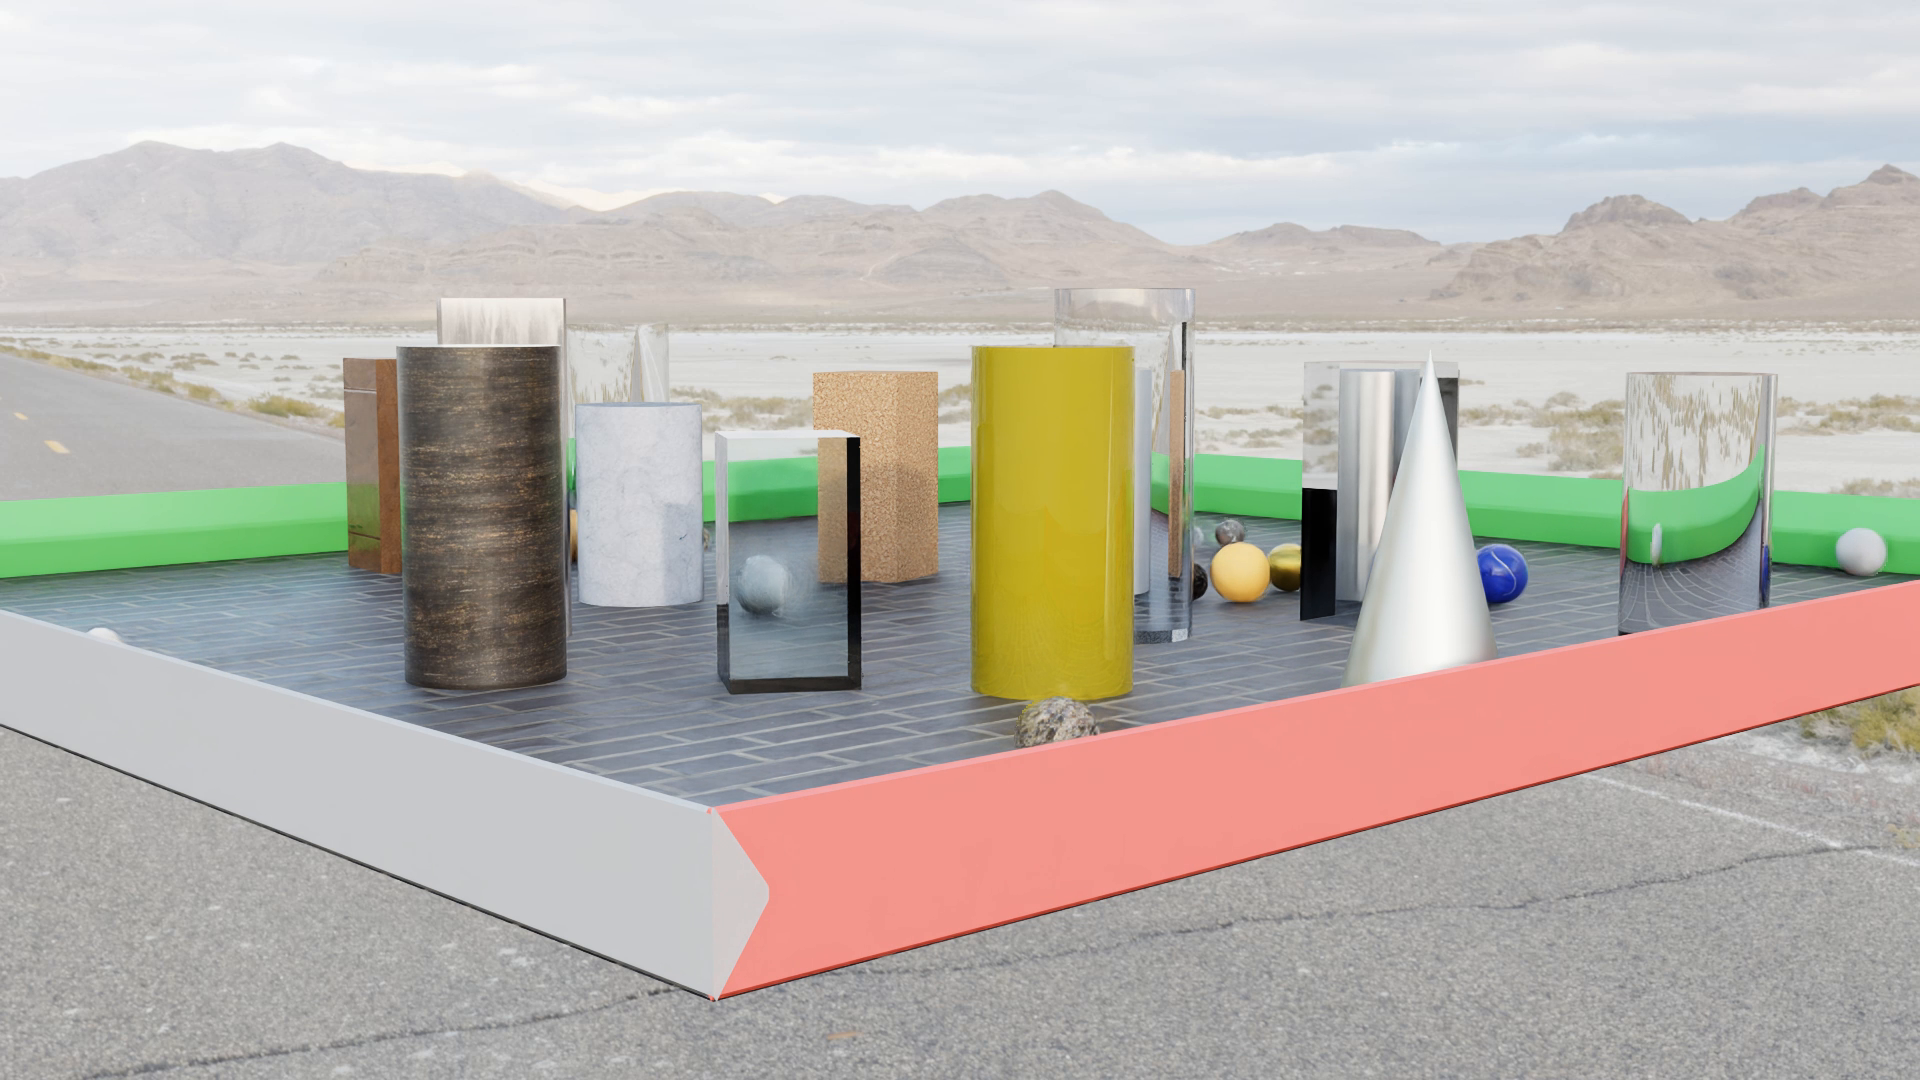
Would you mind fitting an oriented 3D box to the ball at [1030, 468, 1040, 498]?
[{"bbox_3d":[0.205,-0.130,5.084,0.083,0.083,0.083,0,6,0],"label":"ball"}]

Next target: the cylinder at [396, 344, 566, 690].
[{"bbox_3d":[-0.575,-0.033,2.649,0.192,0.400,0.192,0,6,0],"label":"cylinder"}]

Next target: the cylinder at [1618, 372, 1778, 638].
[{"bbox_3d":[0.983,-0.042,2.936,0.192,0.359,0.192,0,6,0],"label":"cylinder"}]

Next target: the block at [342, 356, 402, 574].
[{"bbox_3d":[-0.957,-0.133,3.793,0.154,0.360,0.154,-4,7,-35],"label":"block"}]

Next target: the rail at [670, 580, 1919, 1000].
[{"bbox_3d":[0.874,0.132,2.390,2.854,0.125,0.045,-6,8,-42],"label":"rail"}]

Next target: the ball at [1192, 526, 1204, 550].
[{"bbox_3d":[0.428,-0.004,4.068,0.045,0.045,0.045,0,6,0],"label":"ball"}]

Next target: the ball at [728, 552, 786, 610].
[{"bbox_3d":[-0.302,0.061,3.267,0.084,0.084,0.084,0,6,0],"label":"ball"}]

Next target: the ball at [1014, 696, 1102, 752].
[{"bbox_3d":[0.092,0.188,2.071,0.081,0.081,0.081,0,6,0],"label":"ball"}]

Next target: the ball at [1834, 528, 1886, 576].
[{"bbox_3d":[1.506,0.020,3.677,0.080,0.080,0.080,0,6,0],"label":"ball"}]

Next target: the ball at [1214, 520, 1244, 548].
[{"bbox_3d":[0.500,-0.010,4.074,0.056,0.056,0.056,0,6,0],"label":"ball"}]

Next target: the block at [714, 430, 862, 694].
[{"bbox_3d":[-0.206,0.022,2.620,0.154,0.297,0.154,-1,6,-12],"label":"block"}]

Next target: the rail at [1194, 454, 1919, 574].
[{"bbox_3d":[1.031,-0.067,4.279,0.045,0.125,2.625,-6,8,-42],"label":"rail"}]

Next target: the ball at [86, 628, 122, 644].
[{"bbox_3d":[-1.064,0.134,2.722,0.052,0.052,0.052,0,6,0],"label":"ball"}]

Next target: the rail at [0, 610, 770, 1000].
[{"bbox_3d":[-1.031,0.132,2.386,0.045,0.125,2.625,-6,8,-42],"label":"rail"}]

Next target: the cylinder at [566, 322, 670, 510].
[{"bbox_3d":[-0.634,-0.192,4.081,0.192,0.417,0.192,0,6,0],"label":"cylinder"}]

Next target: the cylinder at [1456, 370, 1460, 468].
[{"bbox_3d":[0.690,-0.095,3.483,0.192,0.349,0.192,0,6,0],"label":"cylinder"}]

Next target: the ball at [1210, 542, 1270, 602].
[{"bbox_3d":[0.425,0.049,3.339,0.092,0.092,0.092,0,6,0],"label":"ball"}]

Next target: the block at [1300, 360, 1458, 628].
[{"bbox_3d":[0.595,-0.068,3.127,0.154,0.370,0.154,-6,8,-44],"label":"block"}]

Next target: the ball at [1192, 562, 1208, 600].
[{"bbox_3d":[0.348,0.063,3.356,0.061,0.061,0.061,0,6,0],"label":"ball"}]

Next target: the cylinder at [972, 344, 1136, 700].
[{"bbox_3d":[0.109,-0.026,2.580,0.192,0.401,0.192,0,6,0],"label":"cylinder"}]

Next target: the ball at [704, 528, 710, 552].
[{"bbox_3d":[-0.480,0.001,3.949,0.061,0.061,0.061,0,6,0],"label":"ball"}]

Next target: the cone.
[{"bbox_3d":[0.529,-0.016,2.494,0.192,0.399,0.192,0,6,0],"label":"cone"}]

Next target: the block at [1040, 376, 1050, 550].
[{"bbox_3d":[0.233,-0.148,4.149,0.154,0.316,0.154,0,6,-1],"label":"block"}]

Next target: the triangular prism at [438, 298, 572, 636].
[{"bbox_3d":[-0.631,-0.101,3.019,0.167,0.458,0.144,-2,6,-17],"label":"triangular prism"}]

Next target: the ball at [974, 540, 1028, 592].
[{"bbox_3d":[0.065,0.041,3.454,0.084,0.084,0.084,0,6,0],"label":"ball"}]

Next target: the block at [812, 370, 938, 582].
[{"bbox_3d":[-0.139,-0.110,3.669,0.154,0.340,0.154,3,7,25],"label":"block"}]

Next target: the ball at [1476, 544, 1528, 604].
[{"bbox_3d":[0.812,0.051,3.324,0.091,0.091,0.091,0,6,0],"label":"ball"}]

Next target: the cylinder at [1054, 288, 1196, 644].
[{"bbox_3d":[0.222,-0.105,2.995,0.192,0.471,0.192,0,6,0],"label":"cylinder"}]

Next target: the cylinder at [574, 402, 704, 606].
[{"bbox_3d":[-0.491,-0.059,3.376,0.192,0.299,0.192,0,6,0],"label":"cylinder"}]

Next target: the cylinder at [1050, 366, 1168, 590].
[{"bbox_3d":[0.242,-0.105,3.578,0.192,0.350,0.192,0,6,0],"label":"cylinder"}]

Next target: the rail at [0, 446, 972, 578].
[{"bbox_3d":[-0.874,-0.067,4.274,2.854,0.125,0.045,-6,8,-42],"label":"rail"}]

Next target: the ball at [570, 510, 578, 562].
[{"bbox_3d":[-0.691,-0.007,3.859,0.095,0.095,0.095,0,6,0],"label":"ball"}]

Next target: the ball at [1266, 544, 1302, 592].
[{"bbox_3d":[0.520,0.043,3.475,0.076,0.076,0.076,0,6,0],"label":"ball"}]
